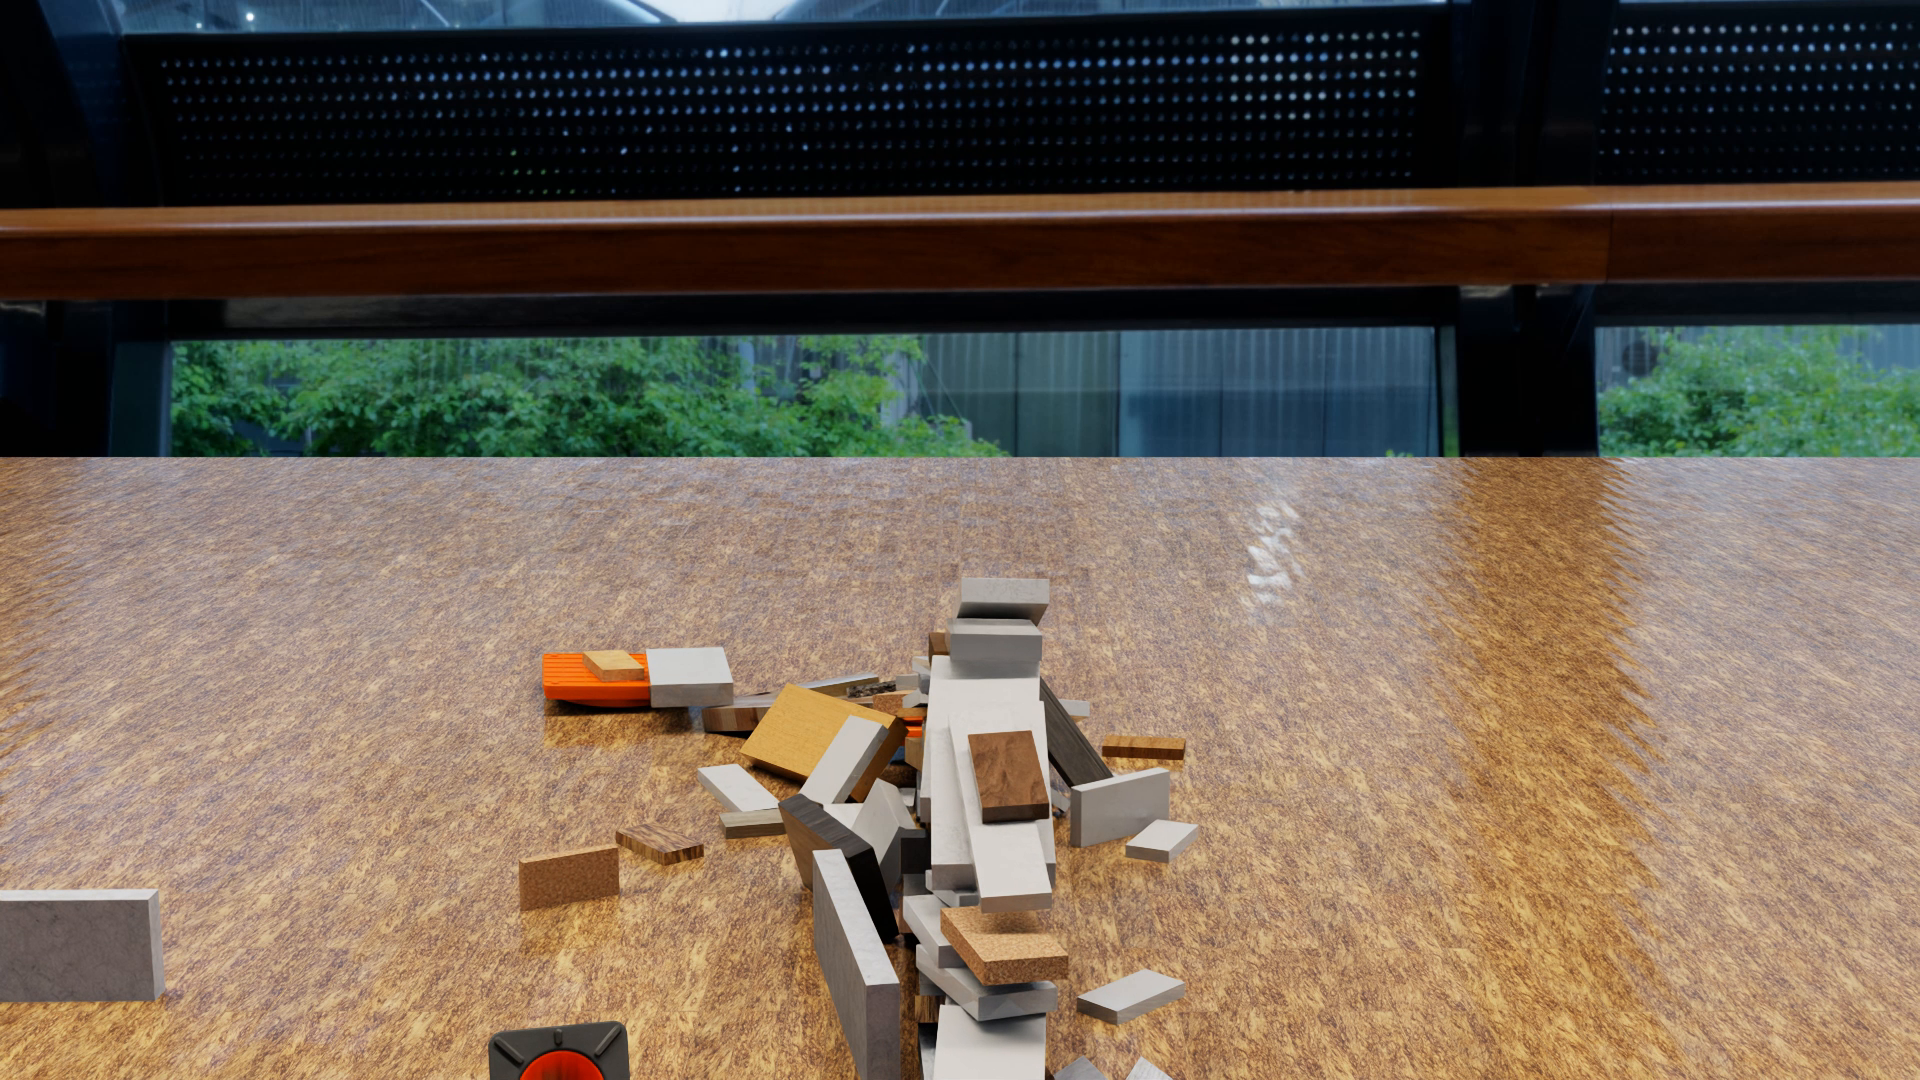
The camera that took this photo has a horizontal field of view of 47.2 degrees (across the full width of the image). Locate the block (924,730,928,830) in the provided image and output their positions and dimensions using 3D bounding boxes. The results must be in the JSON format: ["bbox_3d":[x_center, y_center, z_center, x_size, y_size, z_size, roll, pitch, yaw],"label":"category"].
[{"bbox_3d":[0.009,0.409,3.543,0.131,0.037,0.454,-1,-27,-1],"label":"block"}]

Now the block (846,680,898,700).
[{"bbox_3d":[-0.175,0.307,4.516,0.114,0.016,0.057,-9,5,-4],"label":"block"}]

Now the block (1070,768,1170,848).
[{"bbox_3d":[0.290,0.481,3.965,0.211,0.105,0.030,-8,13,-36],"label":"block"}]

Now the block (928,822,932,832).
[{"bbox_3d":[-0.005,0.389,3.277,0.086,0.024,0.173,0,-32,0],"label":"block"}]

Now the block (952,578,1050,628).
[{"bbox_3d":[0.063,0.110,3.587,0.138,0.039,0.276,1,-13,-3],"label":"block"}]

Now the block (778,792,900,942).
[{"bbox_3d":[-0.199,0.528,3.556,0.044,0.156,0.312,-22,18,-20],"label":"block"}]

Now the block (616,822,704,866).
[{"bbox_3d":[-0.532,0.537,3.891,0.081,0.023,0.163,-9,14,-39],"label":"block"}]

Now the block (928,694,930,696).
[{"bbox_3d":[-0.023,0.262,3.809,0.058,0.016,0.116,0,1,-11],"label":"block"}]

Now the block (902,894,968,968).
[{"bbox_3d":[-0.001,0.516,2.921,0.107,0.030,0.214,-1,8,-14],"label":"block"}]

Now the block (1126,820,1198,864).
[{"bbox_3d":[0.360,0.534,3.906,0.080,0.023,0.160,5,12,24],"label":"block"}]

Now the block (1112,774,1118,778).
[{"bbox_3d":[0.301,0.473,4.265,0.045,0.013,0.090,-5,11,-23],"label":"block"}]

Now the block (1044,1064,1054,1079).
[{"bbox_3d":[0.097,0.708,2.874,0.048,0.014,0.096,-32,0,-6],"label":"block"}]

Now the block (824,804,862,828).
[{"bbox_3d":[-0.204,0.522,3.974,0.081,0.023,0.228,-1,11,-4],"label":"block"}]

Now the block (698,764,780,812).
[{"bbox_3d":[-0.419,0.481,4.190,0.082,0.023,0.304,-4,11,-22],"label":"block"}]

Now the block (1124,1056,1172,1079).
[{"bbox_3d":[0.216,0.734,2.638,0.122,0.035,0.335,35,19,10],"label":"block"}]

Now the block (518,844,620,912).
[{"bbox_3d":[-0.644,0.556,3.629,0.164,0.082,0.023,-6,12,-29],"label":"block"}]

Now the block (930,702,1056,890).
[{"bbox_3d":[0.042,0.350,3.060,0.164,0.047,0.343,-1,34,-1],"label":"block"}]

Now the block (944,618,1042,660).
[{"bbox_3d":[0.050,0.154,3.440,0.138,0.039,0.276,1,3,-2],"label":"block"}]

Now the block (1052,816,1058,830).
[{"bbox_3d":[0.132,0.510,4.052,0.058,0.016,0.116,-4,11,-21],"label":"block"}]

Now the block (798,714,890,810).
[{"bbox_3d":[-0.220,0.423,4.157,0.094,0.027,0.188,11,60,45],"label":"block"}]

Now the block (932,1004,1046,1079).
[{"bbox_3d":[0.034,0.658,2.646,0.133,0.038,0.266,3,24,2],"label":"block"}]

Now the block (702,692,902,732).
[{"bbox_3d":[-0.303,0.352,4.590,0.475,0.049,0.172,-5,6,35],"label":"block"}]

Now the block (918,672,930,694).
[{"bbox_3d":[-0.025,0.243,3.751,0.086,0.024,0.173,1,1,-3],"label":"block"}]

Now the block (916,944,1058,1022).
[{"bbox_3d":[0.032,0.561,2.825,0.107,0.030,0.214,-3,9,-22],"label":"block"}]

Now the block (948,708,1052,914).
[{"bbox_3d":[0.049,0.354,2.946,0.089,0.025,0.438,-3,28,-5],"label":"block"}]

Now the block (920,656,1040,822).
[{"bbox_3d":[0.033,0.290,3.232,0.164,0.047,0.328,1,34,2],"label":"block"}]

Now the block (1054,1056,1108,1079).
[{"bbox_3d":[0.148,0.694,2.744,0.076,0.022,0.290,-32,-2,-7],"label":"block"}]

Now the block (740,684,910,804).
[{"bbox_3d":[-0.268,0.394,4.298,0.345,0.049,0.172,12,60,48],"label":"block"}]

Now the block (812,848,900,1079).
[{"bbox_3d":[-0.154,0.606,3.153,0.044,0.156,0.556,-2,11,-11],"label":"block"}]

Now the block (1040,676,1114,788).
[{"bbox_3d":[0.179,0.362,4.156,0.080,0.303,0.023,-31,-10,-30],"label":"block"}]

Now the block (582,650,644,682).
[{"bbox_3d":[-0.776,0.281,4.921,0.094,0.027,0.188,-1,10,-23],"label":"block"}]

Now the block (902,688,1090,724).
[{"bbox_3d":[0.069,0.320,4.210,0.343,0.030,0.105,6,-17,-19],"label":"block"}]
